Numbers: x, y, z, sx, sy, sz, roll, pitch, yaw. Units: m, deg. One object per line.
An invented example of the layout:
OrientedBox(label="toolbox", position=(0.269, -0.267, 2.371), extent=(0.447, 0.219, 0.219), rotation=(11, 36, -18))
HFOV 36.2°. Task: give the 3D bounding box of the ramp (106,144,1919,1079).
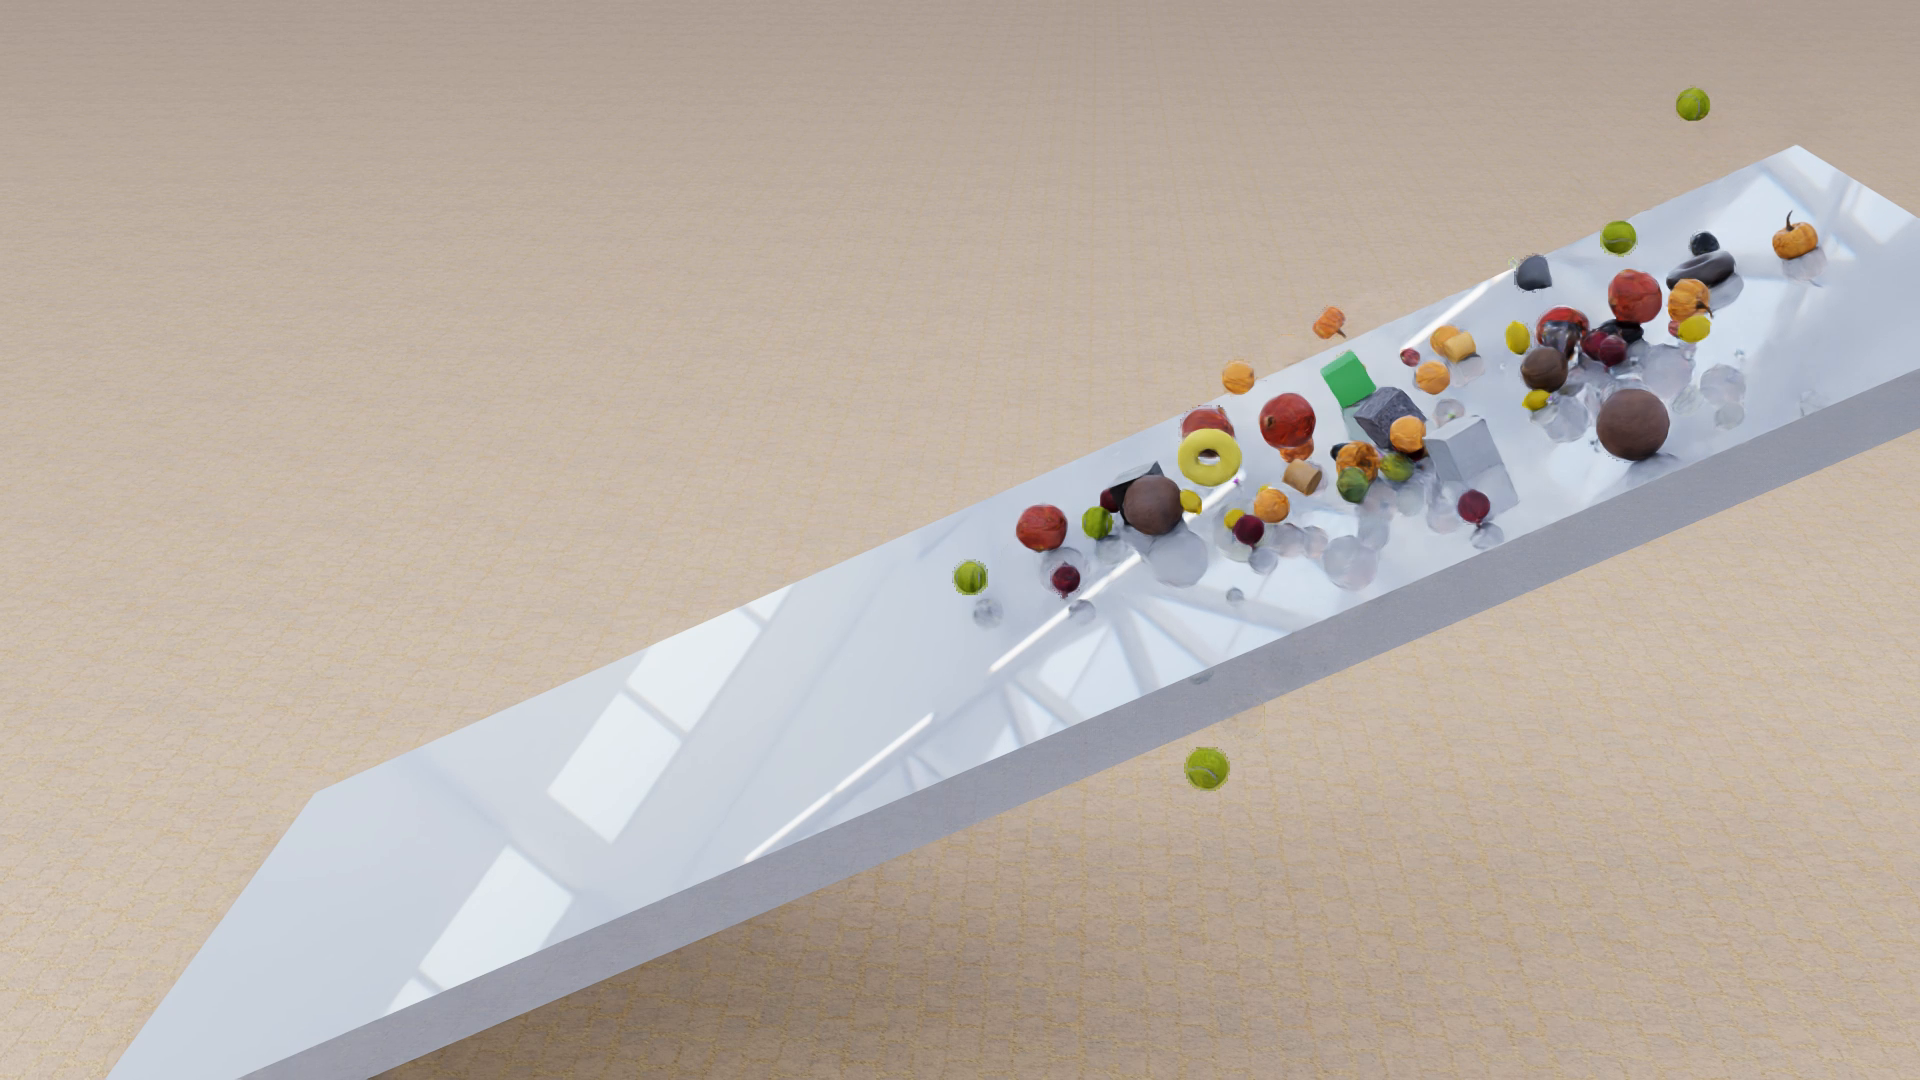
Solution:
OrientedBox(label="ramp", position=(0.134, 0.169, 6.283), extent=(4.000, 0.100, 2.000), rotation=(-24, 13, 9))

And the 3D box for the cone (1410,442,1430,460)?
OrientedBox(label="cone", position=(0.937, -0.183, 5.880), extent=(0.052, 0.052, 0.052), rotation=(-26, 22, -11))

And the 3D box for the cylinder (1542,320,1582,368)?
OrientedBox(label="cylinder", position=(1.215, -0.396, 5.949), extent=(0.077, 0.077, 0.077), rotation=(11, -9, 2))

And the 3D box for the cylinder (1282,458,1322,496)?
OrientedBox(label="cylinder", position=(0.674, -0.124, 5.794), extent=(0.055, 0.055, 0.055), rotation=(32, 29, 24))

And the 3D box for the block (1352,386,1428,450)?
OrientedBox(label="block", position=(0.884, -0.250, 6.046), extent=(0.090, 0.090, 0.090), rotation=(-45, 16, -9))

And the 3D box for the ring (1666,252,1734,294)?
OrientedBox(label="ring", position=(1.549, -0.560, 6.155), extent=(0.148, 0.049, 0.148), rotation=(-24, 9, 4))

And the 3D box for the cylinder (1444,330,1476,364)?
OrientedBox(label="cylinder", position=(1.098, -0.424, 6.458), extent=(0.052, 0.052, 0.052), rotation=(-29, 22, -8))

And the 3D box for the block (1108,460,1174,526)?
OrientedBox(label="block", position=(0.397, -0.103, 6.428), extent=(0.093, 0.093, 0.093), rotation=(-19, 14, 26))

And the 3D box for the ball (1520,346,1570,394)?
OrientedBox(label="ball", position=(1.166, -0.340, 5.868), extent=(0.095, 0.095, 0.095), rotation=(0, 16, 0))

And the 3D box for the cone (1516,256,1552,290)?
OrientedBox(label="cone", position=(1.286, -0.574, 6.492), extent=(0.083, 0.083, 0.083), rotation=(-6, 28, -22))

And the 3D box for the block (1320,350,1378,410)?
OrientedBox(label="block", position=(0.862, -0.356, 6.538), extent=(0.087, 0.087, 0.087), rotation=(-32, 12, 8))

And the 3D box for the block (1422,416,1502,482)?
OrientedBox(label="block", position=(0.963, -0.174, 5.645), extent=(0.092, 0.092, 0.092), rotation=(-29, 13, -15))
